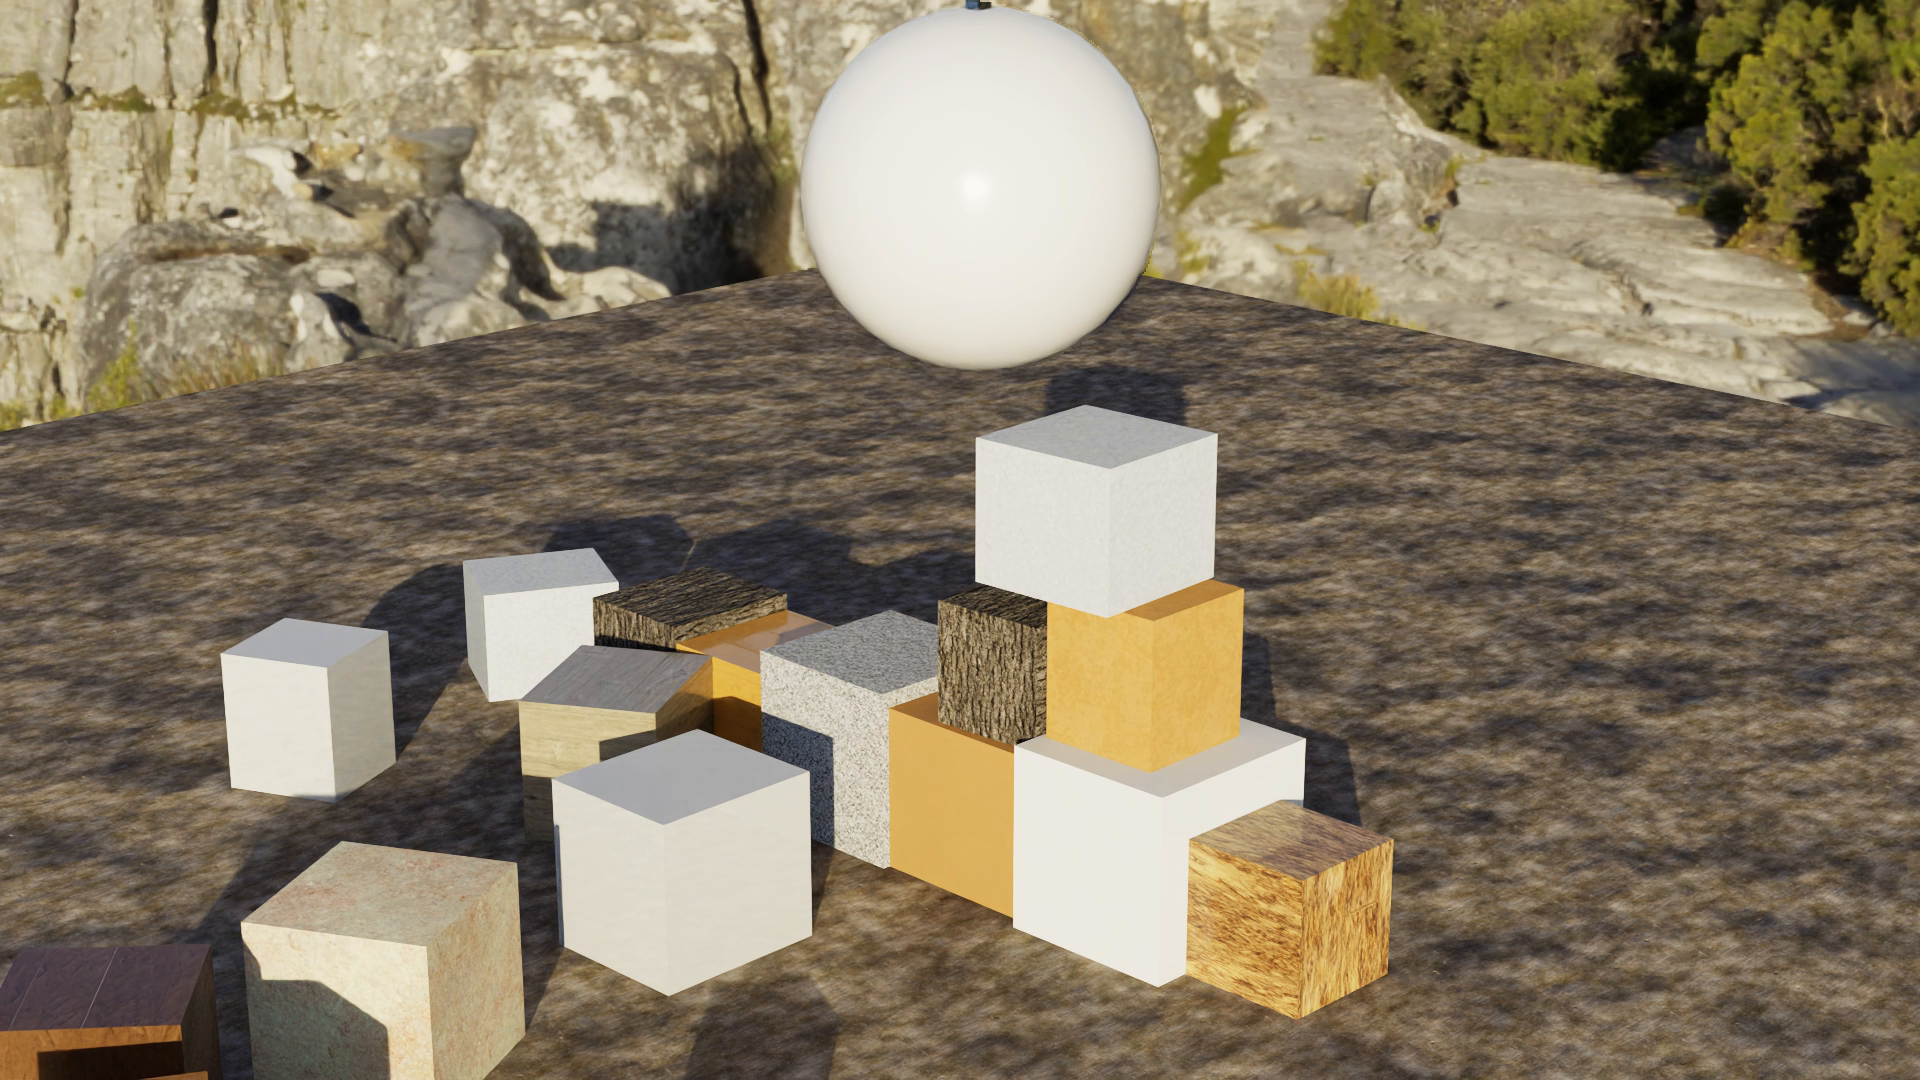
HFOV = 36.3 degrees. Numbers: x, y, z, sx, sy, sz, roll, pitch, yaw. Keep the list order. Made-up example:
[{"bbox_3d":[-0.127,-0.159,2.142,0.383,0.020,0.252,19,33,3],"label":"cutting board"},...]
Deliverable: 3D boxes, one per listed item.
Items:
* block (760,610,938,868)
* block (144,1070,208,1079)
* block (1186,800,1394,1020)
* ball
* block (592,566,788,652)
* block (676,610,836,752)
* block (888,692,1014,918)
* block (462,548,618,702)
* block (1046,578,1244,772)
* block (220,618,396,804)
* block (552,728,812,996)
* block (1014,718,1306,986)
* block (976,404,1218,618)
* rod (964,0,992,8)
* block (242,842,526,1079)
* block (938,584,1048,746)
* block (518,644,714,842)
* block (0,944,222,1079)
[{"bbox_3d":[-0.347,0.929,13.962,0.847,0.855,0.838,-17,24,-42],"label":"block"},{"bbox_3d":[-2.785,2.337,9.481,0.782,0.856,0.807,-5,18,-16],"label":"block"},{"bbox_3d":[1.389,1.549,12.378,0.608,0.622,0.604,-17,24,-42],"label":"block"},{"bbox_3d":[0.091,-1.548,12.950,1.600,1.600,1.600,0,17,0],"label":"ball"},{"bbox_3d":[-1.370,0.650,14.985,0.742,0.773,0.645,-17,24,-42],"label":"block"},{"bbox_3d":[-0.891,0.835,14.537,0.726,0.691,0.701,-17,24,-42],"label":"block"},{"bbox_3d":[0.275,1.136,13.428,0.847,0.780,0.845,-17,24,-42],"label":"block"},{"bbox_3d":[-2.268,0.453,15.911,0.721,0.596,0.638,-6,18,-18],"label":"block"},{"bbox_3d":[0.796,0.534,12.658,0.592,0.677,0.598,16,24,41],"label":"block"},{"bbox_3d":[-3.218,0.837,14.515,0.592,0.700,0.568,6,18,19],"label":"block"},{"bbox_3d":[-1.195,1.376,12.679,0.729,0.772,0.823,16,24,41],"label":"block"},{"bbox_3d":[0.868,1.284,12.829,0.844,0.857,0.950,16,24,42],"label":"block"},{"bbox_3d":[0.584,-0.137,12.590,0.730,0.645,0.733,15,23,39],"label":"block"},{"bbox_3d":[0.039,-4.776,11.882,0.080,5.200,0.080,17,25,42],"label":"rod"},{"bbox_3d":[-2.255,1.735,11.557,0.775,0.760,0.809,5,18,16],"label":"block"},{"bbox_3d":[0.323,0.529,13.097,0.578,0.576,0.616,15,23,40],"label":"block"},{"bbox_3d":[-1.629,0.987,14.048,0.672,0.694,0.812,4,18,13],"label":"block"},{"bbox_3d":[-3.107,1.989,10.687,0.697,0.797,0.665,-1,18,-4],"label":"block"}]
